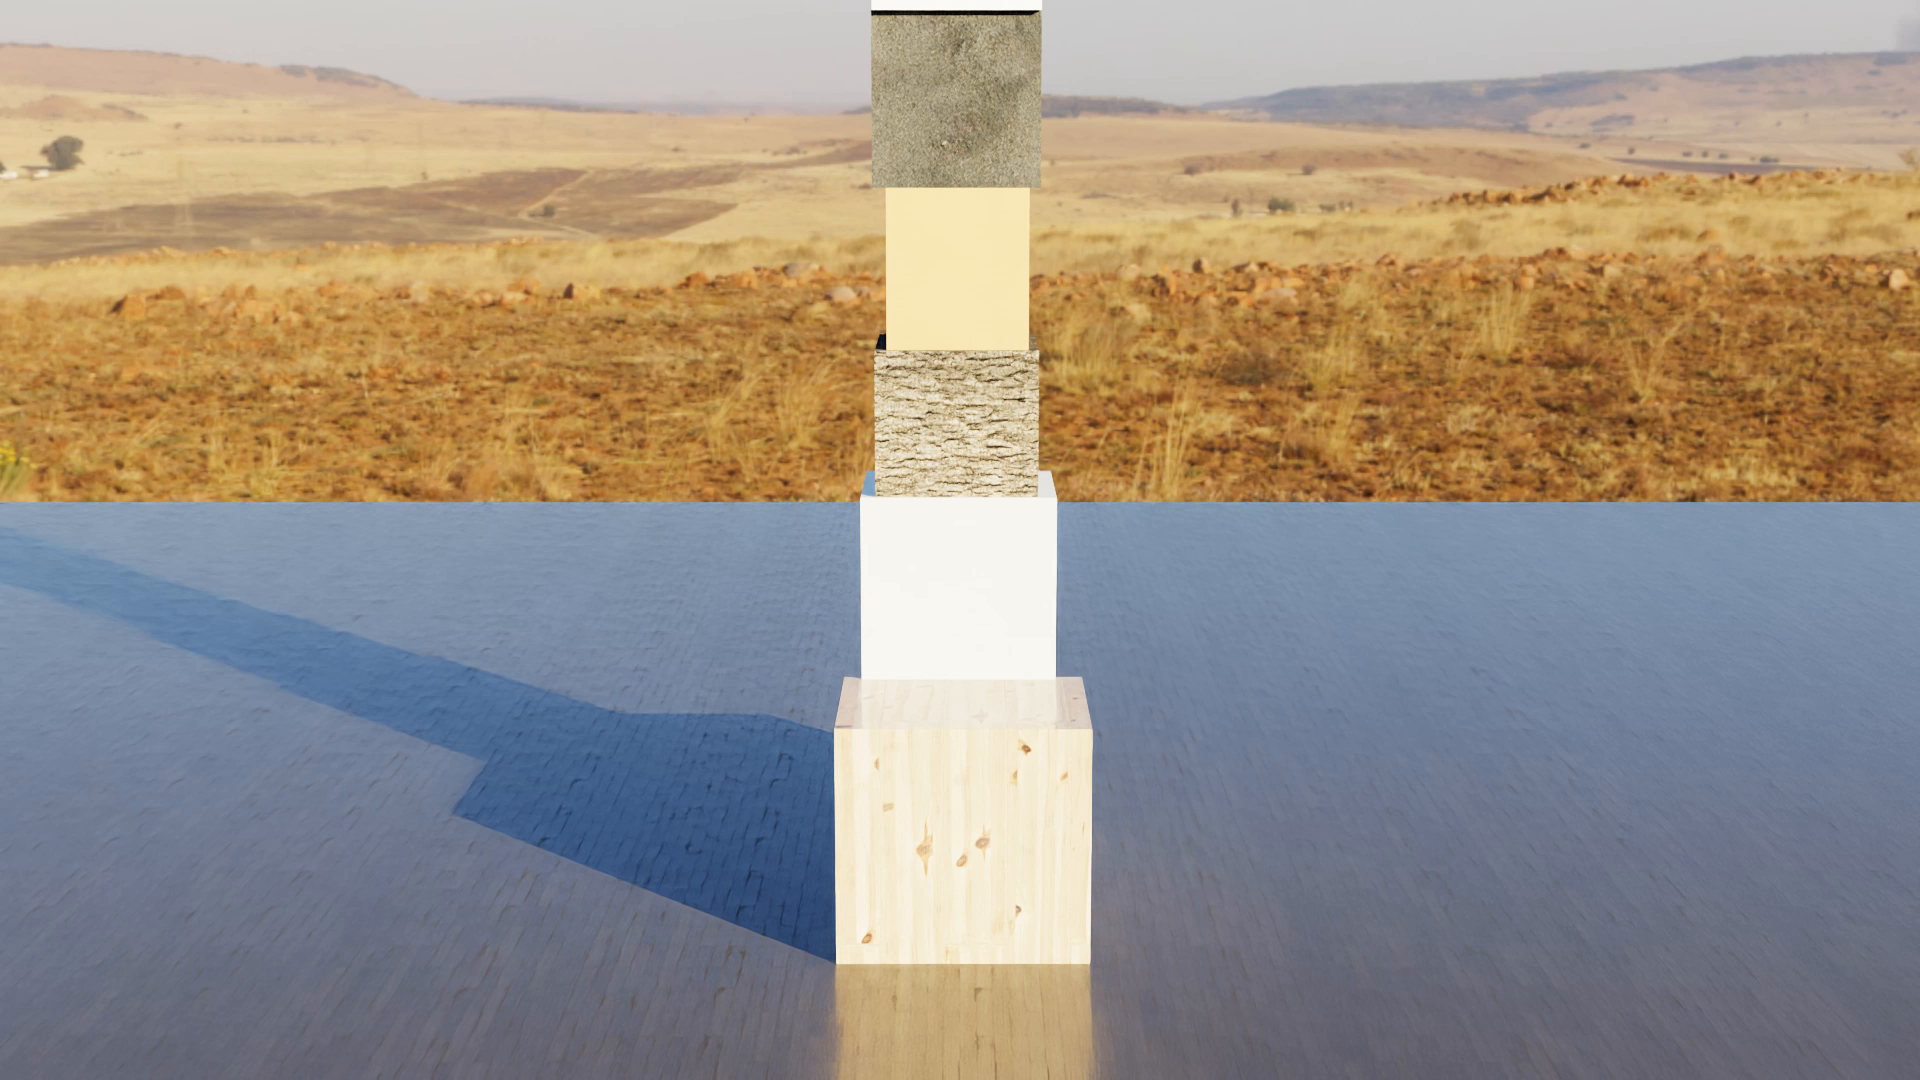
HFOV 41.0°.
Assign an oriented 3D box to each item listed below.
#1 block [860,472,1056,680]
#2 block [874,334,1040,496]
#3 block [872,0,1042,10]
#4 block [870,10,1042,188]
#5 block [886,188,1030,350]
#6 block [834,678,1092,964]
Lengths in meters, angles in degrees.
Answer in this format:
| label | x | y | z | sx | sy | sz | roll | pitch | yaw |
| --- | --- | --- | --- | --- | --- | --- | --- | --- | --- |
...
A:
| label | x | y | z | sx | sy | sz | roll | pitch | yaw |
| --- | --- | --- | --- | --- | --- | --- | --- | --- | --- |
| block | -0.006 | 0.142 | 11.208 | 0.825 | 0.783 | 0.748 | 0 | 10 | 0 |
| block | -0.014 | -0.546 | 11.086 | 0.686 | 0.616 | 0.710 | 0 | 10 | 0 |
| block | -0.013 | -2.573 | 10.727 | 0.692 | 0.718 | 0.717 | 0 | 10 | 0 |
| block | -0.015 | -1.865 | 10.853 | 0.698 | 0.719 | 0.621 | 0 | 10 | 0 |
| block | -0.010 | -1.180 | 10.974 | 0.593 | 0.671 | 0.638 | 0 | 10 | 0 |
| block | 0.013 | 1.139 | 10.602 | 1.014 | 0.965 | 0.887 | 0 | 10 | 0 |
